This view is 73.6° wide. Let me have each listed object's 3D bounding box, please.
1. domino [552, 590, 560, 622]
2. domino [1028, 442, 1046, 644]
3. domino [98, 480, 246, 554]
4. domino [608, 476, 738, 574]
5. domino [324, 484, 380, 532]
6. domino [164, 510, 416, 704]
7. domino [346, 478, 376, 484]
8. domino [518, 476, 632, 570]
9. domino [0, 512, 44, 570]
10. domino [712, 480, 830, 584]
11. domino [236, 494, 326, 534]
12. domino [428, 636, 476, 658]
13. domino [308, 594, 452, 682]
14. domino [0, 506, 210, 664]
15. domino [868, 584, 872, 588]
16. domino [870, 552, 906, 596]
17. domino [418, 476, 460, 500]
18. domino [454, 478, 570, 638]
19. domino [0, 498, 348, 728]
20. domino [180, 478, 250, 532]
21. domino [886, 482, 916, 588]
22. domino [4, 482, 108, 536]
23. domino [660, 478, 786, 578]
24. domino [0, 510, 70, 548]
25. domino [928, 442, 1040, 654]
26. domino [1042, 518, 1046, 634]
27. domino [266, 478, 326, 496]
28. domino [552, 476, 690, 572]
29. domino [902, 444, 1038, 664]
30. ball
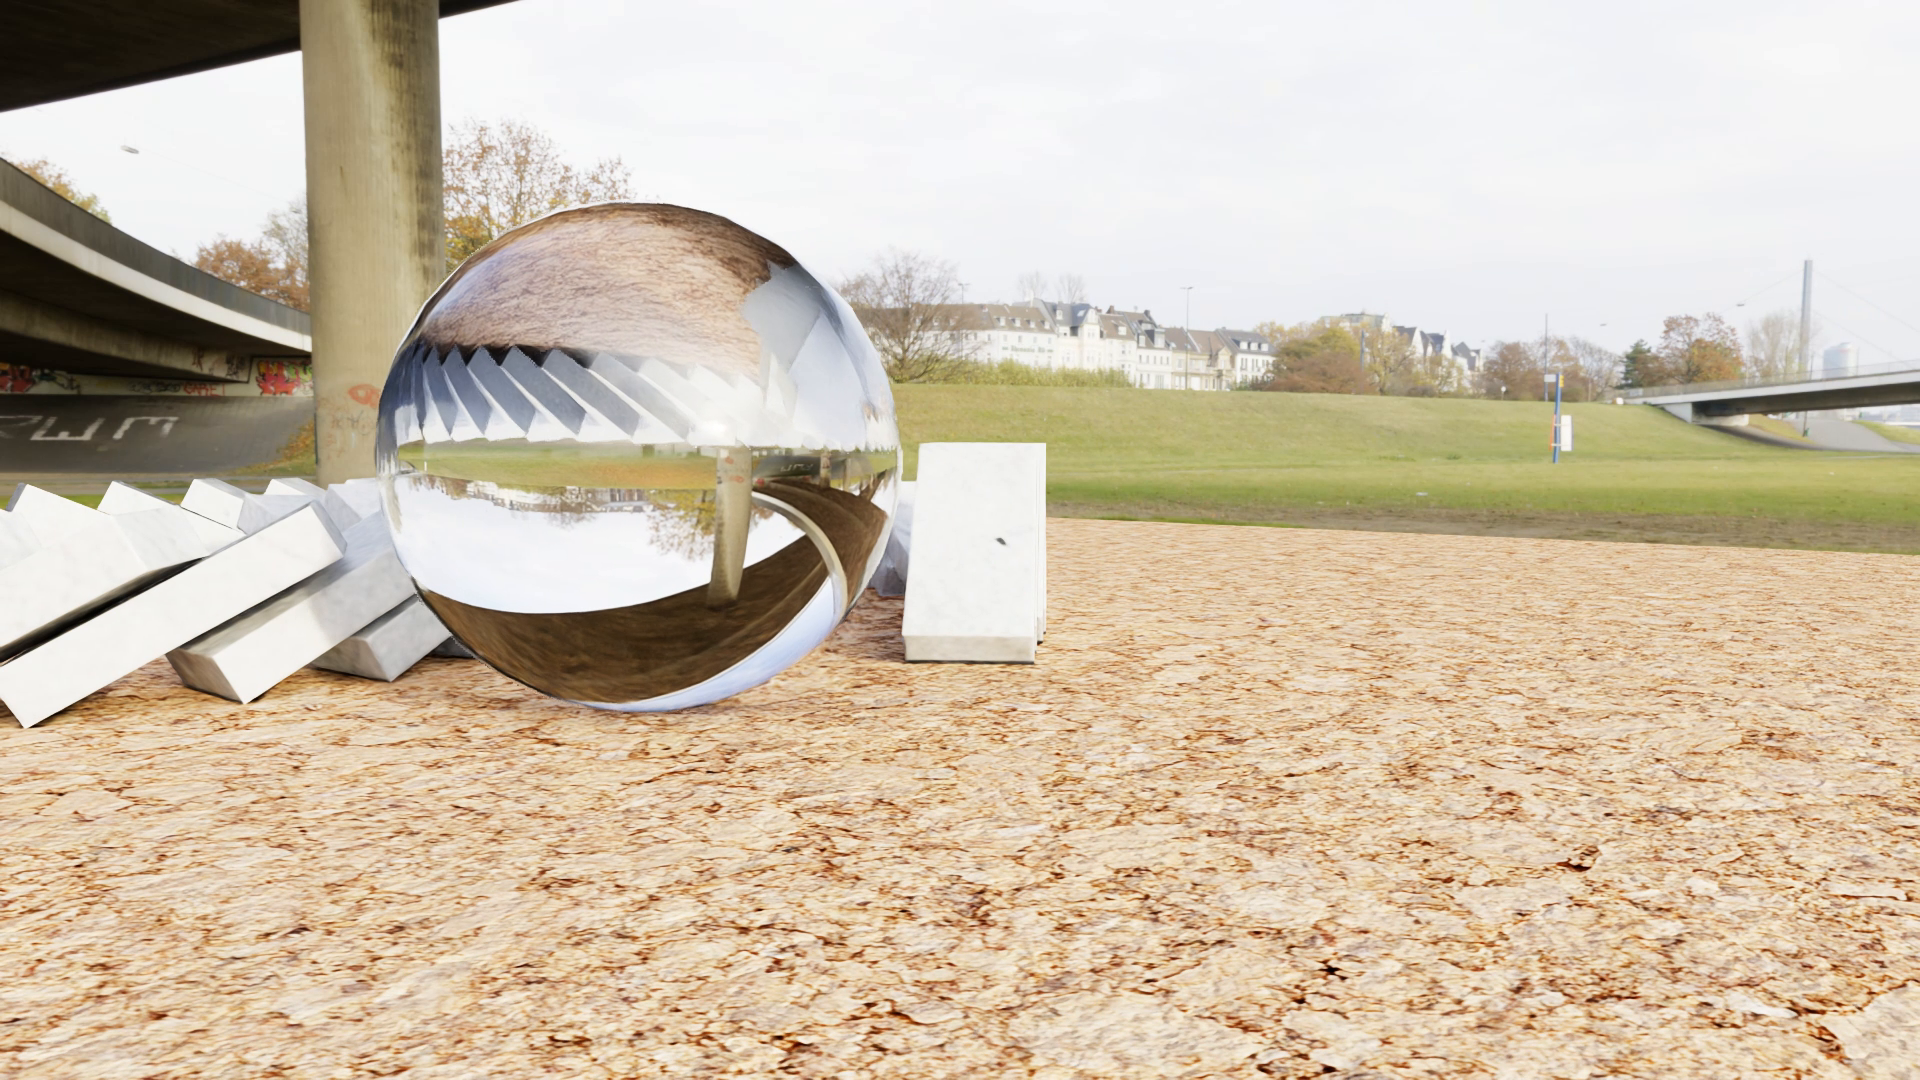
[{"bbox_3d":[-0.113,0.003,0.322,0.025,0.010,0.050,4,26,-18],"label":"domino"},{"bbox_3d":[0.006,0.000,0.287,0.025,0.050,0.010,1,-39,4],"label":"domino"},{"bbox_3d":[-0.249,-0.004,0.415,0.050,0.009,0.025,28,-11,-29],"label":"domino"},{"bbox_3d":[-0.094,-0.006,0.437,0.050,0.009,0.025,33,20,27],"label":"domino"},{"bbox_3d":[-0.139,0.002,0.331,0.050,0.009,0.025,35,22,27],"label":"domino"},{"bbox_3d":[-0.114,0.009,0.232,0.025,0.010,0.050,4,33,40],"label":"domino"},{"bbox_3d":[-0.185,-0.006,0.444,0.050,0.010,0.025,26,4,-3],"label":"domino"},{"bbox_3d":[-0.140,-0.006,0.446,0.050,0.010,0.025,27,9,8],"label":"domino"},{"bbox_3d":[-0.169,0.012,0.192,0.050,0.010,0.025,-28,5,1],"label":"domino"},{"bbox_3d":[-0.055,-0.004,0.412,0.025,0.009,0.050,-4,32,-45],"label":"domino"},{"bbox_3d":[-0.163,0.002,0.340,0.050,0.010,0.025,27,12,22],"label":"domino"},{"bbox_3d":[-0.097,0.005,0.274,0.025,0.009,0.050,3,34,16],"label":"domino"},{"bbox_3d":[-0.102,0.007,0.251,0.025,0.010,0.050,5,34,32],"label":"domino"},{"bbox_3d":[-0.147,0.012,0.198,0.050,0.010,0.025,-29,10,-8],"label":"domino"},{"bbox_3d":[-0.038,-0.002,0.397,0.025,0.010,0.050,-3,32,-39],"label":"domino"},{"bbox_3d":[-0.022,-0.001,0.380,0.025,0.009,0.050,-3,31,-31],"label":"domino"},{"bbox_3d":[-0.162,-0.006,0.447,0.050,0.010,0.025,27,7,4],"label":"domino"},{"bbox_3d":[-0.106,0.003,0.297,0.025,0.010,0.050,-1,36,-9],"label":"domino"},{"bbox_3d":[-0.127,0.010,0.210,0.050,0.009,0.025,-32,17,-18],"label":"domino"},{"bbox_3d":[-0.230,-0.005,0.430,0.050,0.009,0.025,27,-4,-17],"label":"domino"},{"bbox_3d":[-0.008,0.000,0.362,0.025,0.010,0.050,-2,32,-21],"label":"domino"},{"bbox_3d":[-0.265,-0.003,0.398,0.050,0.010,0.025,30,-16,-38],"label":"domino"},{"bbox_3d":[-0.074,-0.005,0.426,0.050,0.009,0.025,35,24,32],"label":"domino"},{"bbox_3d":[-0.279,-0.001,0.381,0.025,0.009,0.050,4,-21,43],"label":"domino"},{"bbox_3d":[0.004,0.001,0.274,0.025,0.050,0.009,1,-39,4],"label":"domino"},{"bbox_3d":[0.007,-0.001,0.300,0.025,0.050,0.009,0,-39,3],"label":"domino"},{"bbox_3d":[-0.208,-0.006,0.438,0.050,0.009,0.025,26,-1,-11],"label":"domino"},{"bbox_3d":[-0.116,-0.006,0.444,0.050,0.010,0.025,30,15,19],"label":"domino"},{"bbox_3d":[0.003,0.002,0.261,0.025,0.050,0.010,0,-39,4],"label":"domino"},{"bbox_3d":[-0.049,-0.013,0.204,0.080,0.080,0.080,0,4,0],"label":"ball"}]
